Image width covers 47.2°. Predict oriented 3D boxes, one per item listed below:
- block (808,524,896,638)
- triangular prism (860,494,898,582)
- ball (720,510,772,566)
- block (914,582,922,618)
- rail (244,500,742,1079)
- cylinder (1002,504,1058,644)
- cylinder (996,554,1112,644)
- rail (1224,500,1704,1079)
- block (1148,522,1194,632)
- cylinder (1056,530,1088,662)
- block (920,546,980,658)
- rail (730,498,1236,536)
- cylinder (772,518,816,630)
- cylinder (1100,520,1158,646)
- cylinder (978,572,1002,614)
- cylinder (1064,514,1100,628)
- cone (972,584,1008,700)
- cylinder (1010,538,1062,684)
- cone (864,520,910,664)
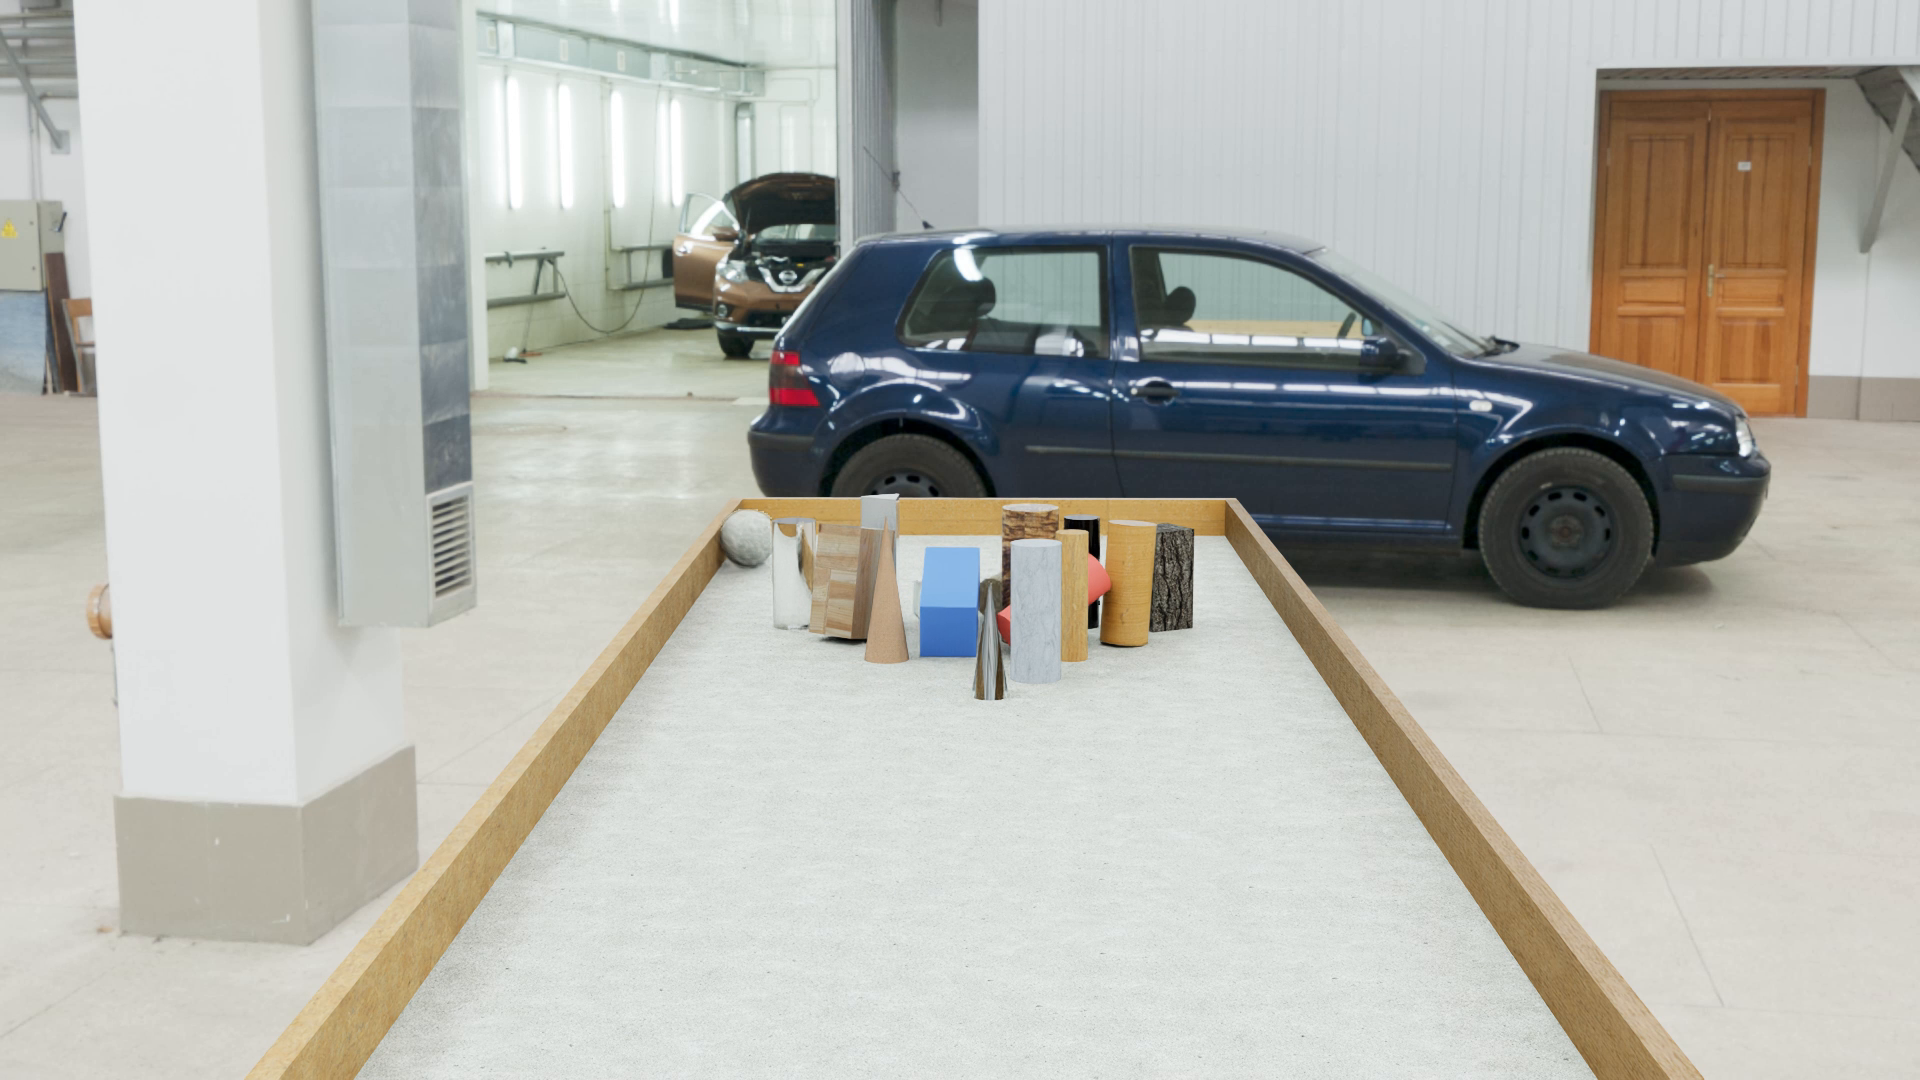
[{"bbox_3d":[-0.343,0.132,6.996,0.172,0.347,0.172,7,2,36],"label":"block"},{"bbox_3d":[-0.235,0.068,7.213,0.136,0.429,0.117,6,11,32],"label":"triangular prism"},{"bbox_3d":[-0.805,-0.007,8.368,0.214,0.214,0.214,0,9,0],"label":"ball"},{"bbox_3d":[-0.063,0.222,7.261,0.108,0.108,0.393,-2,9,-12],"label":"block"},{"bbox_3d":[-1.004,0.839,3.234,0.050,0.150,12.000,0,9,1],"label":"rail"},{"bbox_3d":[0.222,0.108,6.959,0.180,0.428,0.180,0,9,0],"label":"cylinder"},{"bbox_3d":[0.289,0.194,6.818,0.350,0.150,0.150,-36,23,-20],"label":"cylinder"},{"bbox_3d":[1.046,0.843,3.208,0.050,0.150,12.000,0,9,1],"label":"rail"},{"bbox_3d":[0.654,0.122,7.195,0.157,0.327,0.157,-5,10,-29],"label":"block"},{"bbox_3d":[0.340,0.169,6.691,0.101,0.391,0.101,0,9,0],"label":"cylinder"},{"bbox_3d":[-0.029,0.190,6.882,0.173,0.173,0.397,1,27,2],"label":"block"},{"bbox_3d":[0.099,-0.098,9.147,2.100,0.150,0.050,0,9,1],"label":"rail"},{"bbox_3d":[-0.542,0.110,7.200,0.143,0.350,0.143,0,9,0],"label":"cylinder"},{"bbox_3d":[0.530,0.134,6.927,0.154,0.377,0.154,4,7,0],"label":"cylinder"},{"bbox_3d":[0.216,0.152,7.423,0.149,0.149,0.367,6,19,34],"label":"cylinder"},{"bbox_3d":[0.398,0.104,7.203,0.119,0.361,0.119,0,9,0],"label":"cylinder"},{"bbox_3d":[0.085,0.275,6.195,0.107,0.338,0.107,0,9,0],"label":"cone"},{"bbox_3d":[0.221,0.207,6.415,0.149,0.403,0.149,0,9,0],"label":"cylinder"},{"bbox_3d":[-0.224,0.142,6.681,0.137,0.448,0.137,0,9,0],"label":"cone"}]
